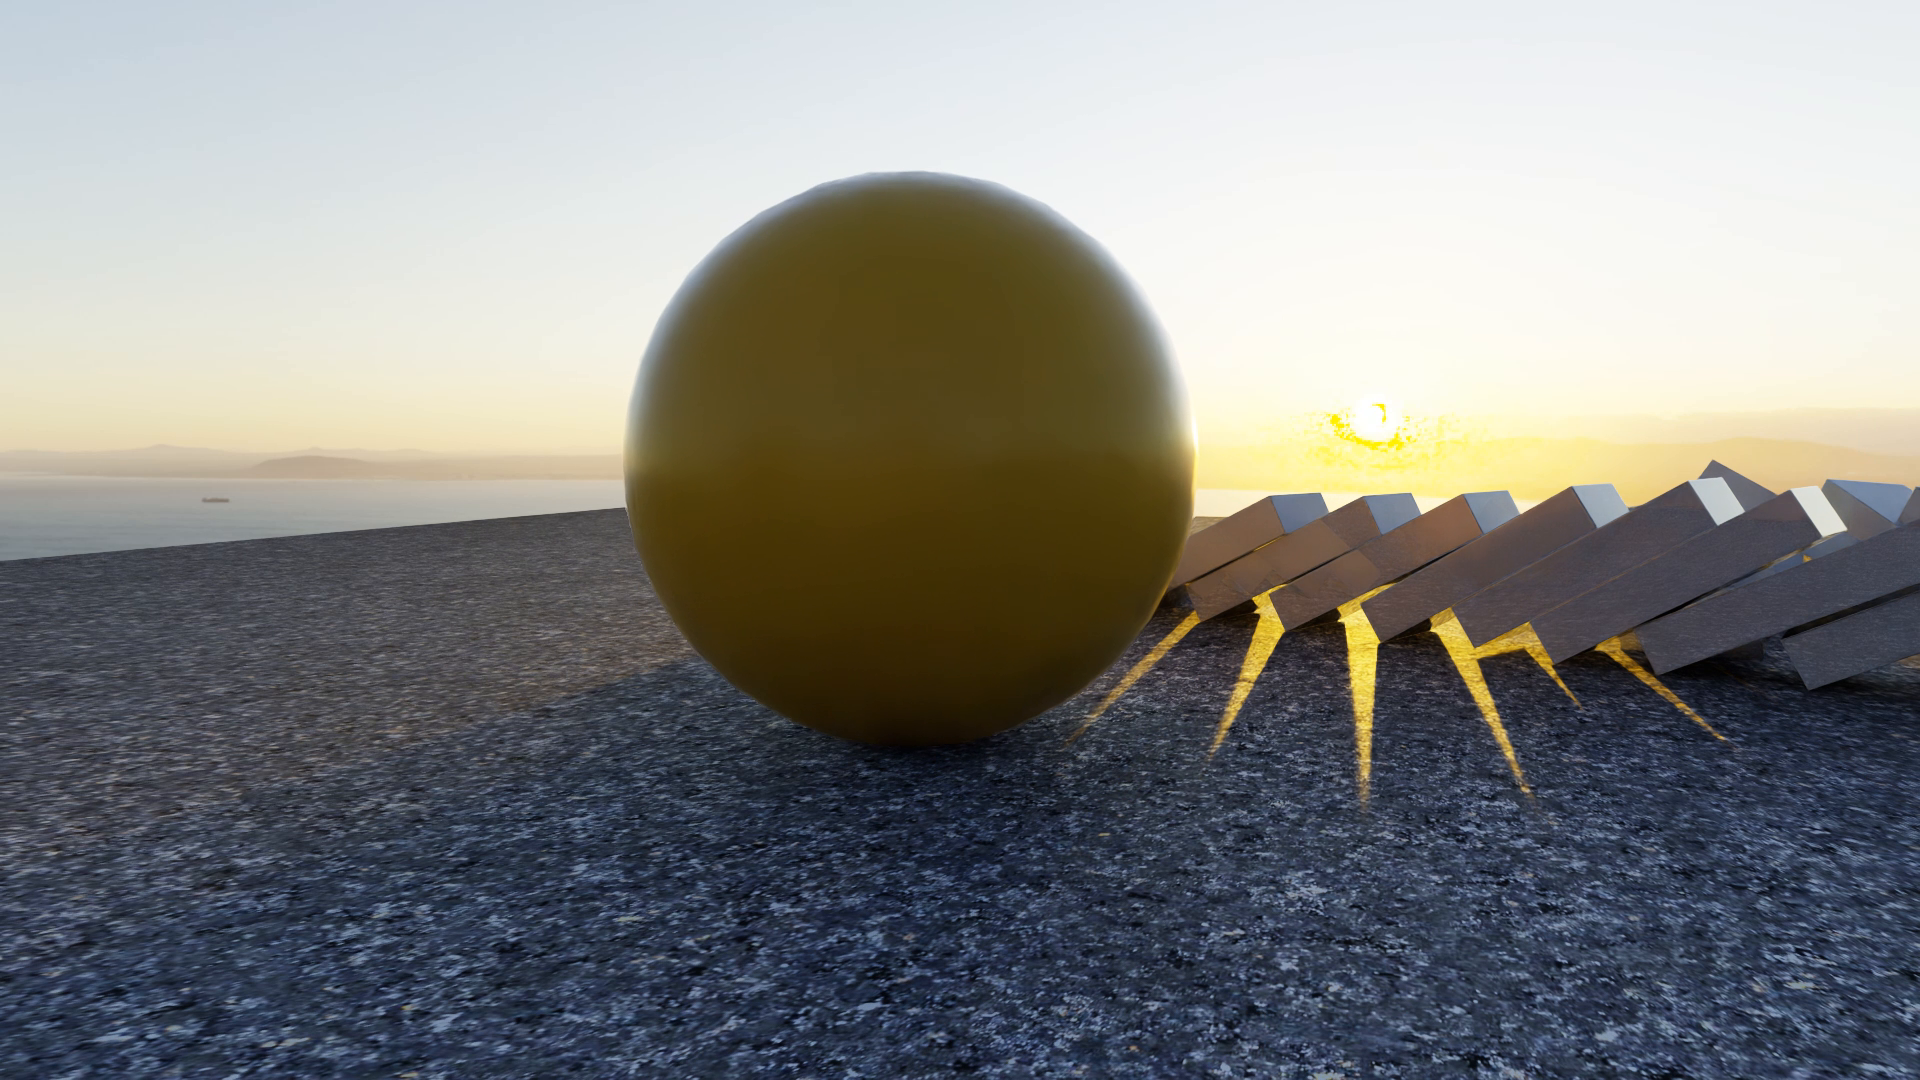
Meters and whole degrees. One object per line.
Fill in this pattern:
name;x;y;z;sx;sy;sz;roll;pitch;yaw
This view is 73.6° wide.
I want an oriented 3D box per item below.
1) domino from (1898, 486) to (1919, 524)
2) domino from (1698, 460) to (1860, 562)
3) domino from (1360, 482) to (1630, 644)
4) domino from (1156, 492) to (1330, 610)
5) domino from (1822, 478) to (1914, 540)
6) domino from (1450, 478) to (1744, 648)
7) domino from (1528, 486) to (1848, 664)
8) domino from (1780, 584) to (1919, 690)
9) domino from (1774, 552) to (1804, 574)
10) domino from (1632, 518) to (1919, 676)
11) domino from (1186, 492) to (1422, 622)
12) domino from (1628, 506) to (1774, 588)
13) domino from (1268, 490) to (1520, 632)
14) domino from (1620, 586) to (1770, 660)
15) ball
domino;0.255;0.004;0.305;0.025;0.010;0.050;0;32;-9
domino;0.215;-0.002;0.332;0.050;0.009;0.025;38;10;25
domino;0.112;0.005;0.269;0.025;0.010;0.050;-5;-26;-47
domino;0.063;0.004;0.313;0.025;0.010;0.050;-5;-20;-48
domino;0.247;0.001;0.328;0.025;0.010;0.050;3;31;-12
domino;0.126;0.005;0.254;0.025;0.010;0.050;-5;-26;-47
domino;0.136;0.007;0.242;0.025;0.010;0.050;-5;-26;-47
domino;0.170;0.010;0.218;0.050;0.010;0.025;-31;-15;35
domino;0.185;0.005;0.333;0.050;0.010;0.025;10;-12;9
domino;0.151;0.009;0.230;0.025;0.010;0.050;-5;-21;-47
domino;0.080;0.004;0.300;0.025;0.010;0.050;-5;-21;-47
domino;0.167;0.005;0.305;0.050;0.009;0.025;19;-15;-27
domino;0.096;0.005;0.284;0.025;0.009;0.050;-5;-23;-47
domino;0.161;0.017;0.279;0.025;0.010;0.050;3;5;34
ball;-0.007;-0.011;0.182;0.080;0.080;0.080;0;4;0
